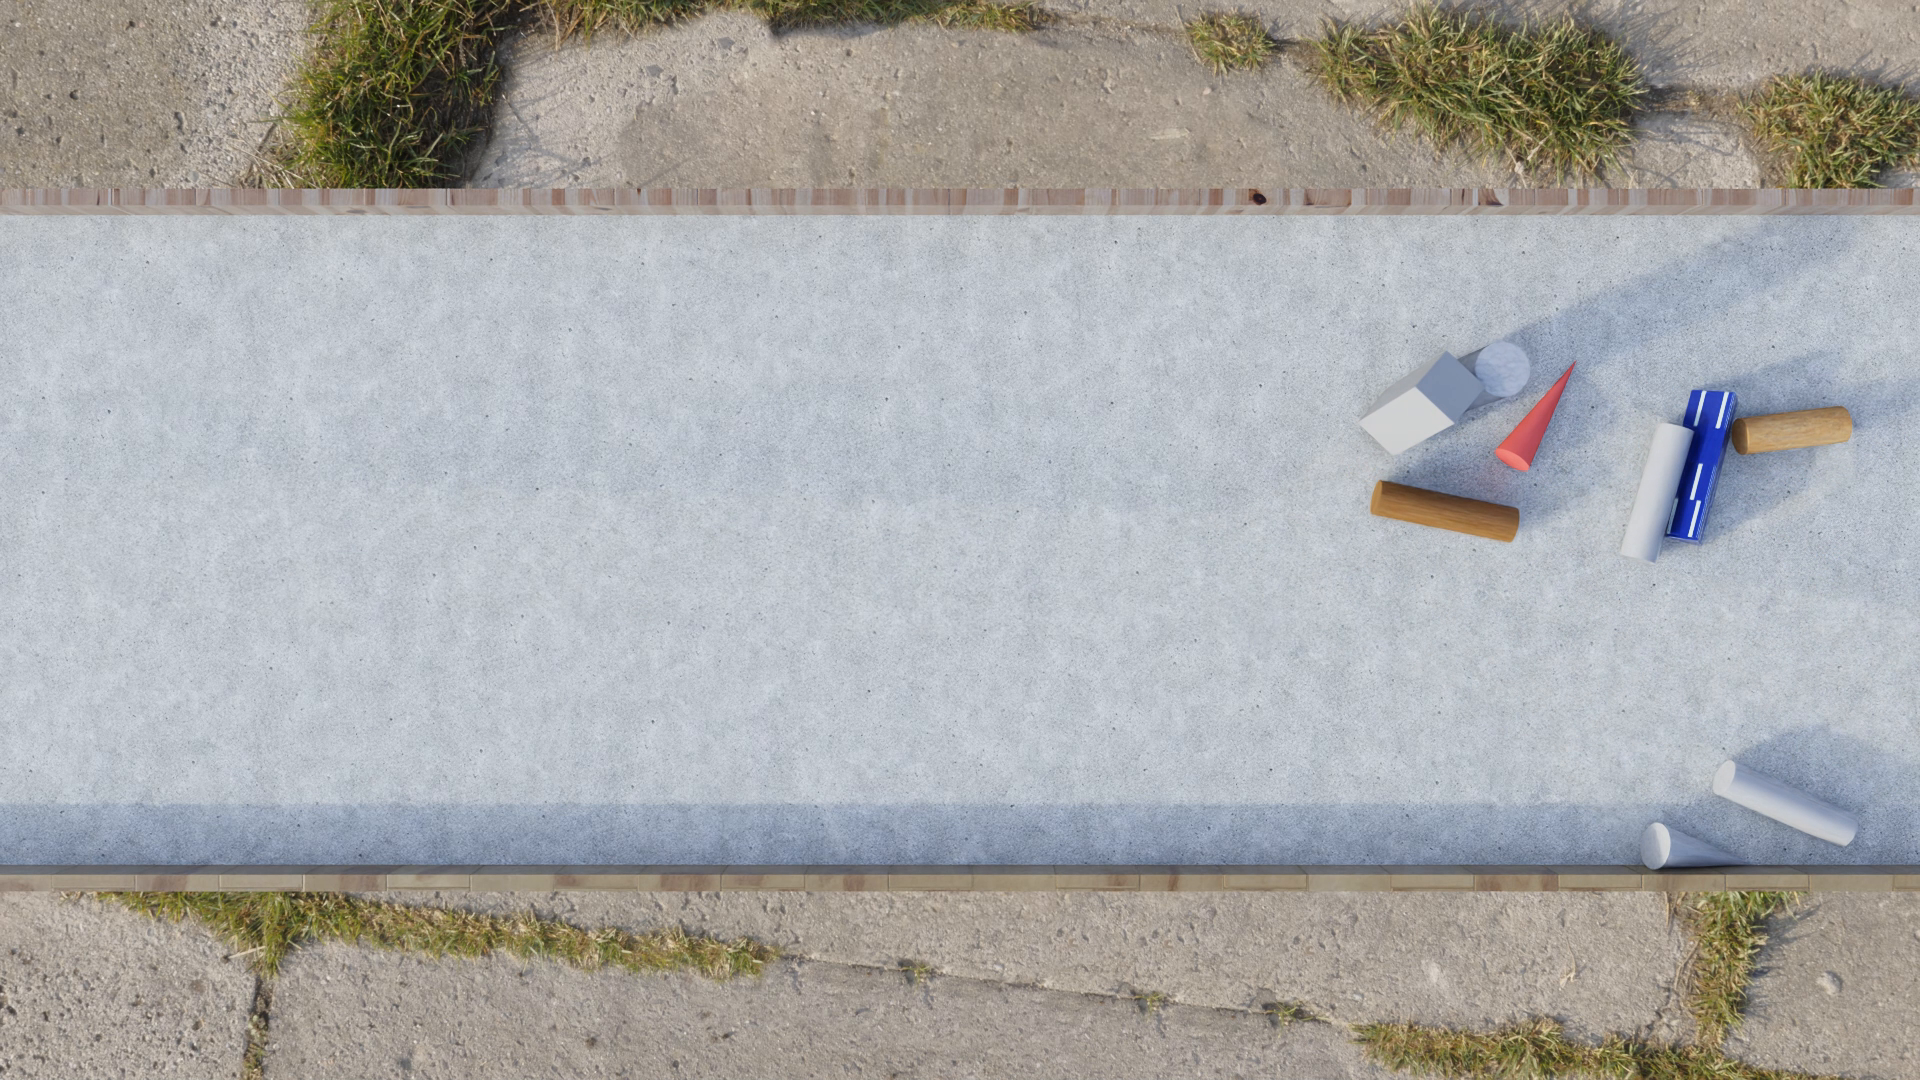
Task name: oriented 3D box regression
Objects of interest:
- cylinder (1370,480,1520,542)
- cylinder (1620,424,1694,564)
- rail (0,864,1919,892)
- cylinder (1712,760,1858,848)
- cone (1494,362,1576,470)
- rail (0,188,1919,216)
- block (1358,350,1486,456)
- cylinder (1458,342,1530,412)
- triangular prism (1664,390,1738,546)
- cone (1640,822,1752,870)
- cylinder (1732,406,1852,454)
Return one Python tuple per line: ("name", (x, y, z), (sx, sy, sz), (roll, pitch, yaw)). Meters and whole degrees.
("cylinder", (1.476, -0.087, 5.023), (0.425, 0.107, 0.107), (12, 90, 0))
("cylinder", (2.122, -0.140, 5.023), (0.107, 0.107, 0.418), (16, 90, 0))
("rail", (-2.247, 1.025, 5.001), (12.000, 0.150, 0.050), (0, 90, 0))
("cylinder", (2.511, 0.803, 5.020), (0.404, 0.112, 0.112), (24, 90, 0))
("cone", (1.790, -0.400, 5.048), (0.113, 0.113, 0.386), (35, 82, 0))
("rail", (-2.247, -1.025, 5.002), (12.000, 0.150, 0.050), (0, 90, 0))
("block", (1.354, -0.398, 4.861), (0.152, 0.406, 0.152), (43, 76, 0))
("cylinder", (1.539, -0.479, 4.888), (0.159, 0.367, 0.159), (0, 87, -3))
("triangular prism", (2.264, -0.221, 5.009), (0.147, 0.127, 0.458), (14, 90, 0))
("cone", (2.279, 0.965, 5.042), (0.351, 0.142, 0.142), (12, 90, -11))
("cylinder", (2.530, -0.333, 5.021), (0.312, 0.112, 0.112), (-7, 90, 0))
